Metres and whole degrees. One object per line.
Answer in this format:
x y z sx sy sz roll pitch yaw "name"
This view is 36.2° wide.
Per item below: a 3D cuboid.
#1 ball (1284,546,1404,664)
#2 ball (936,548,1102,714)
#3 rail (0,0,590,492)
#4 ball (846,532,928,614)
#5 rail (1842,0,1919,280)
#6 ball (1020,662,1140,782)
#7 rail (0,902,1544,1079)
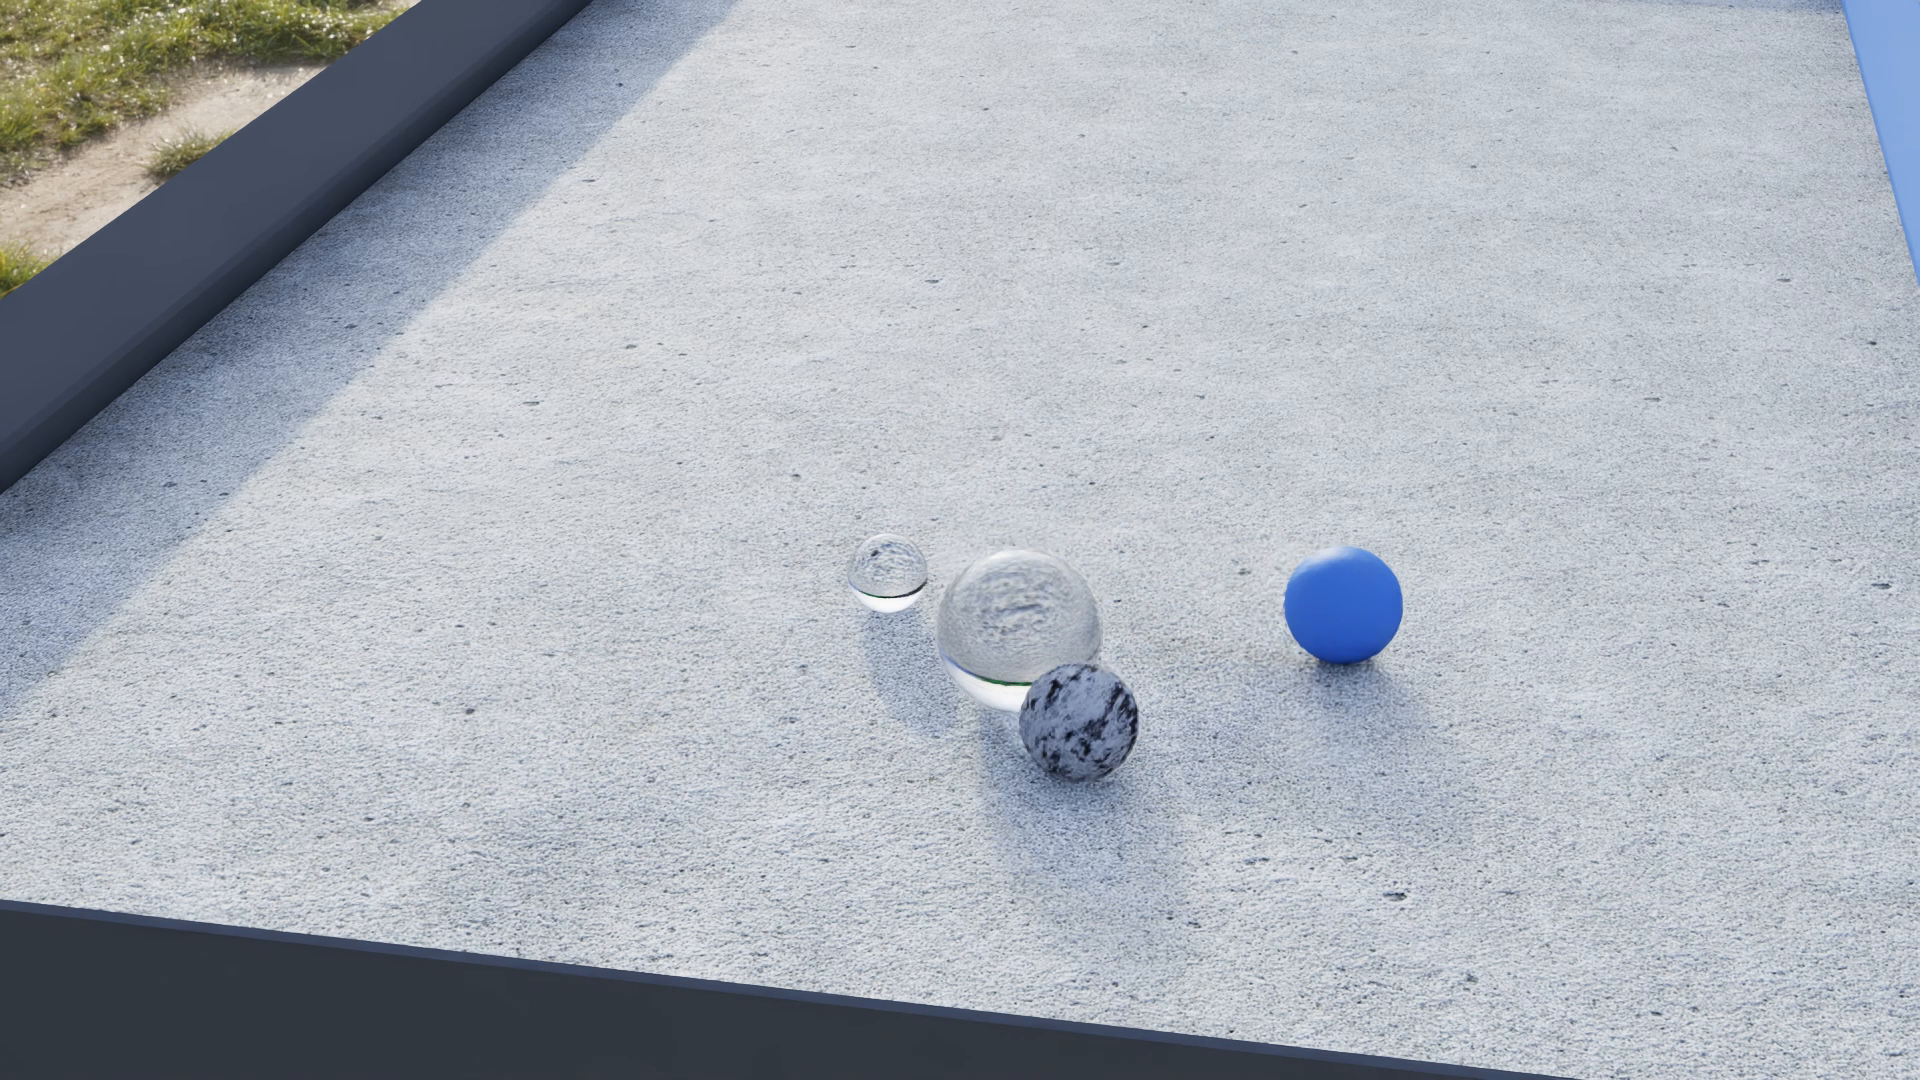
0.237 0.040 1.816 0.073 0.073 0.073 0 25 0 "ball"
0.035 0.054 1.756 0.099 0.099 0.099 0 25 0 "ball"
-0.522 -0.360 2.595 0.045 0.129 2.646 5 26 10 "rail"
-0.046 0.021 1.881 0.052 0.052 0.052 0 25 0 "ball"
0.782 -0.249 2.360 0.045 0.129 2.646 5 26 10 "rail"
0.069 0.104 1.686 0.069 0.069 0.069 0 25 0 "ball"
-0.125 0.239 1.325 1.377 0.129 0.045 5 26 10 "rail"
